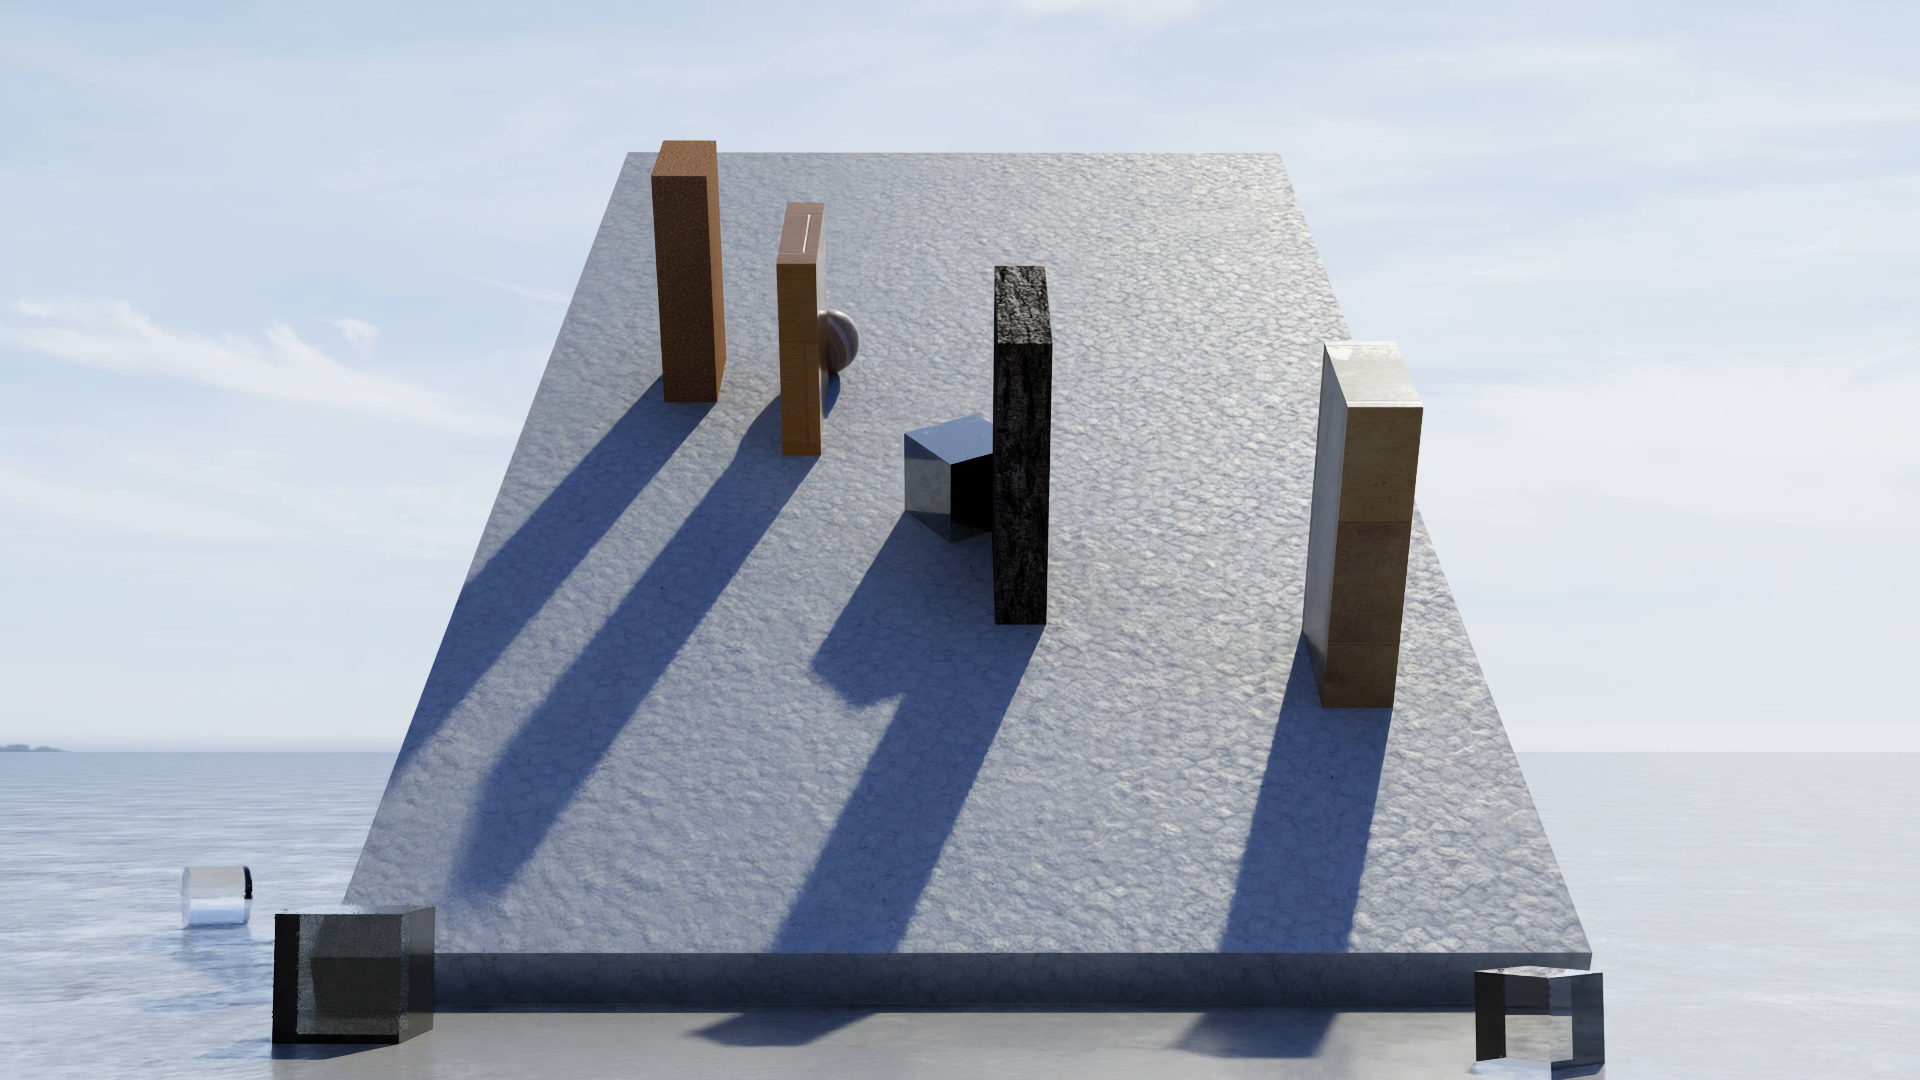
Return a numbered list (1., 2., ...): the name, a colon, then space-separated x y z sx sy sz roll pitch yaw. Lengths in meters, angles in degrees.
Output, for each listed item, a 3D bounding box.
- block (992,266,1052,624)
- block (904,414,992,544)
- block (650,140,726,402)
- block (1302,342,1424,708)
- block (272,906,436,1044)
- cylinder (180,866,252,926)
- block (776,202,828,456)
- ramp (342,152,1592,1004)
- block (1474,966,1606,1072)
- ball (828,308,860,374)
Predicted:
1. block: 0.120 -0.192 4.721 0.101 0.598 0.402 0 27 0
2. block: 0.008 -0.133 5.057 0.183 0.183 0.183 -16 32 -29
3. block: -0.637 -0.634 5.612 0.125 0.559 0.260 0 27 0
4. block: 0.737 -0.028 4.395 0.131 0.610 0.295 0 27 0
5. block: -0.858 0.614 3.376 0.178 0.178 0.178 0 -5 3
6. cylinder: -1.705 0.816 5.449 0.134 0.134 0.134 3 -6 -27
7. block: -0.357 -0.486 5.437 0.086 0.460 0.397 0 27 0
8. ramp: -0.011 -0.225 5.543 2.000 0.100 4.000 0 27 0
9. block: 0.754 0.621 3.093 0.117 0.117 0.117 4 -6 -40
10. ball: -0.323 -0.482 5.753 0.160 0.160 0.160 0 -5 0
